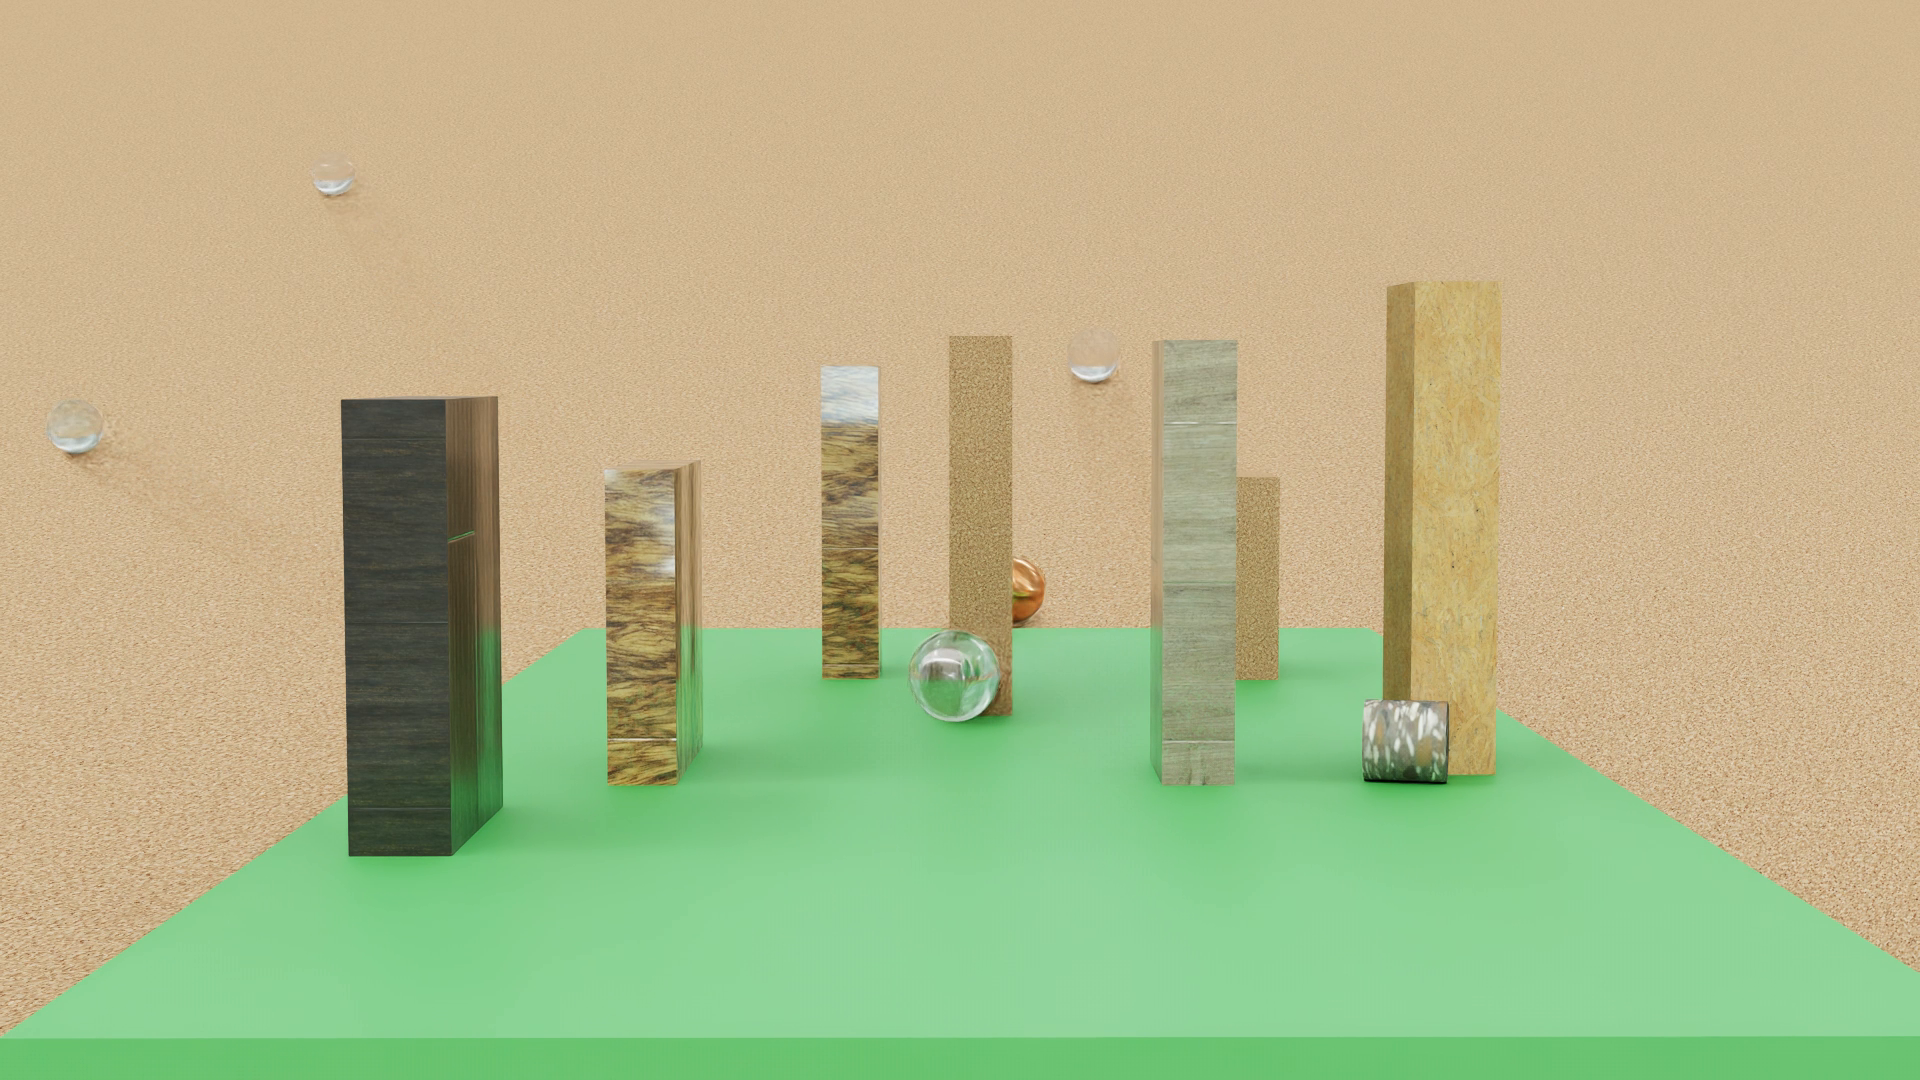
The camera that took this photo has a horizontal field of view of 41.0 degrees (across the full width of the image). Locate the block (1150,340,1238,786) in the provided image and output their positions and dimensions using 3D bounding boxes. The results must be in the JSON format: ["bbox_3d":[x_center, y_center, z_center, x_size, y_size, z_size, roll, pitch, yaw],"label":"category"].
[{"bbox_3d":[0.377,0.029,4.172,0.115,0.705,0.251,0,4,0],"label":"block"}]

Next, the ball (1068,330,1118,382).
[{"bbox_3d":[0.469,-0.646,9.040,0.181,0.181,0.181,0,19,0],"label":"ball"}]

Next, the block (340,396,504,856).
[{"bbox_3d":[-0.760,0.107,3.660,0.140,0.619,0.399,0,4,0],"label":"block"}]

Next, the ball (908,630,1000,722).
[{"bbox_3d":[-0.011,0.254,4.799,0.172,0.172,0.172,0,19,0],"label":"ball"}]

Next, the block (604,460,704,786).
[{"bbox_3d":[-0.505,0.125,4.272,0.110,0.502,0.430,0,4,0],"label":"block"}]

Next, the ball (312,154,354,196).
[{"bbox_3d":[-2.957,-1.722,12.098,0.194,0.194,0.194,0,19,0],"label":"ball"}]

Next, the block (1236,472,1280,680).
[{"bbox_3d":[0.623,0.072,5.585,0.104,0.431,0.312,0,4,0],"label":"block"}]

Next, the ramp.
[{"bbox_3d":[0.045,0.408,4.537,2.000,0.100,4.000,0,4,0],"label":"ramp"}]

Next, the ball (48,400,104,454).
[{"bbox_3d":[-2.841,-0.362,8.241,0.171,0.171,0.171,0,19,0],"label":"ball"}]

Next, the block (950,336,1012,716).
[{"bbox_3d":[0.039,-0.040,5.080,0.119,0.721,0.427,0,4,0],"label":"block"}]

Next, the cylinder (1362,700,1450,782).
[{"bbox_3d":[0.714,0.321,4.109,0.130,0.130,0.130,1,19,13],"label":"cylinder"}]

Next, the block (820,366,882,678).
[{"bbox_3d":[-0.234,-0.044,5.568,0.120,0.666,0.248,0,4,0],"label":"block"}]

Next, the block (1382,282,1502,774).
[{"bbox_3d":[0.801,-0.026,4.285,0.139,0.799,0.273,0,4,0],"label":"block"}]

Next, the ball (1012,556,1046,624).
[{"bbox_3d":[0.138,0.133,6.814,0.177,0.177,0.177,0,19,0],"label":"ball"}]
